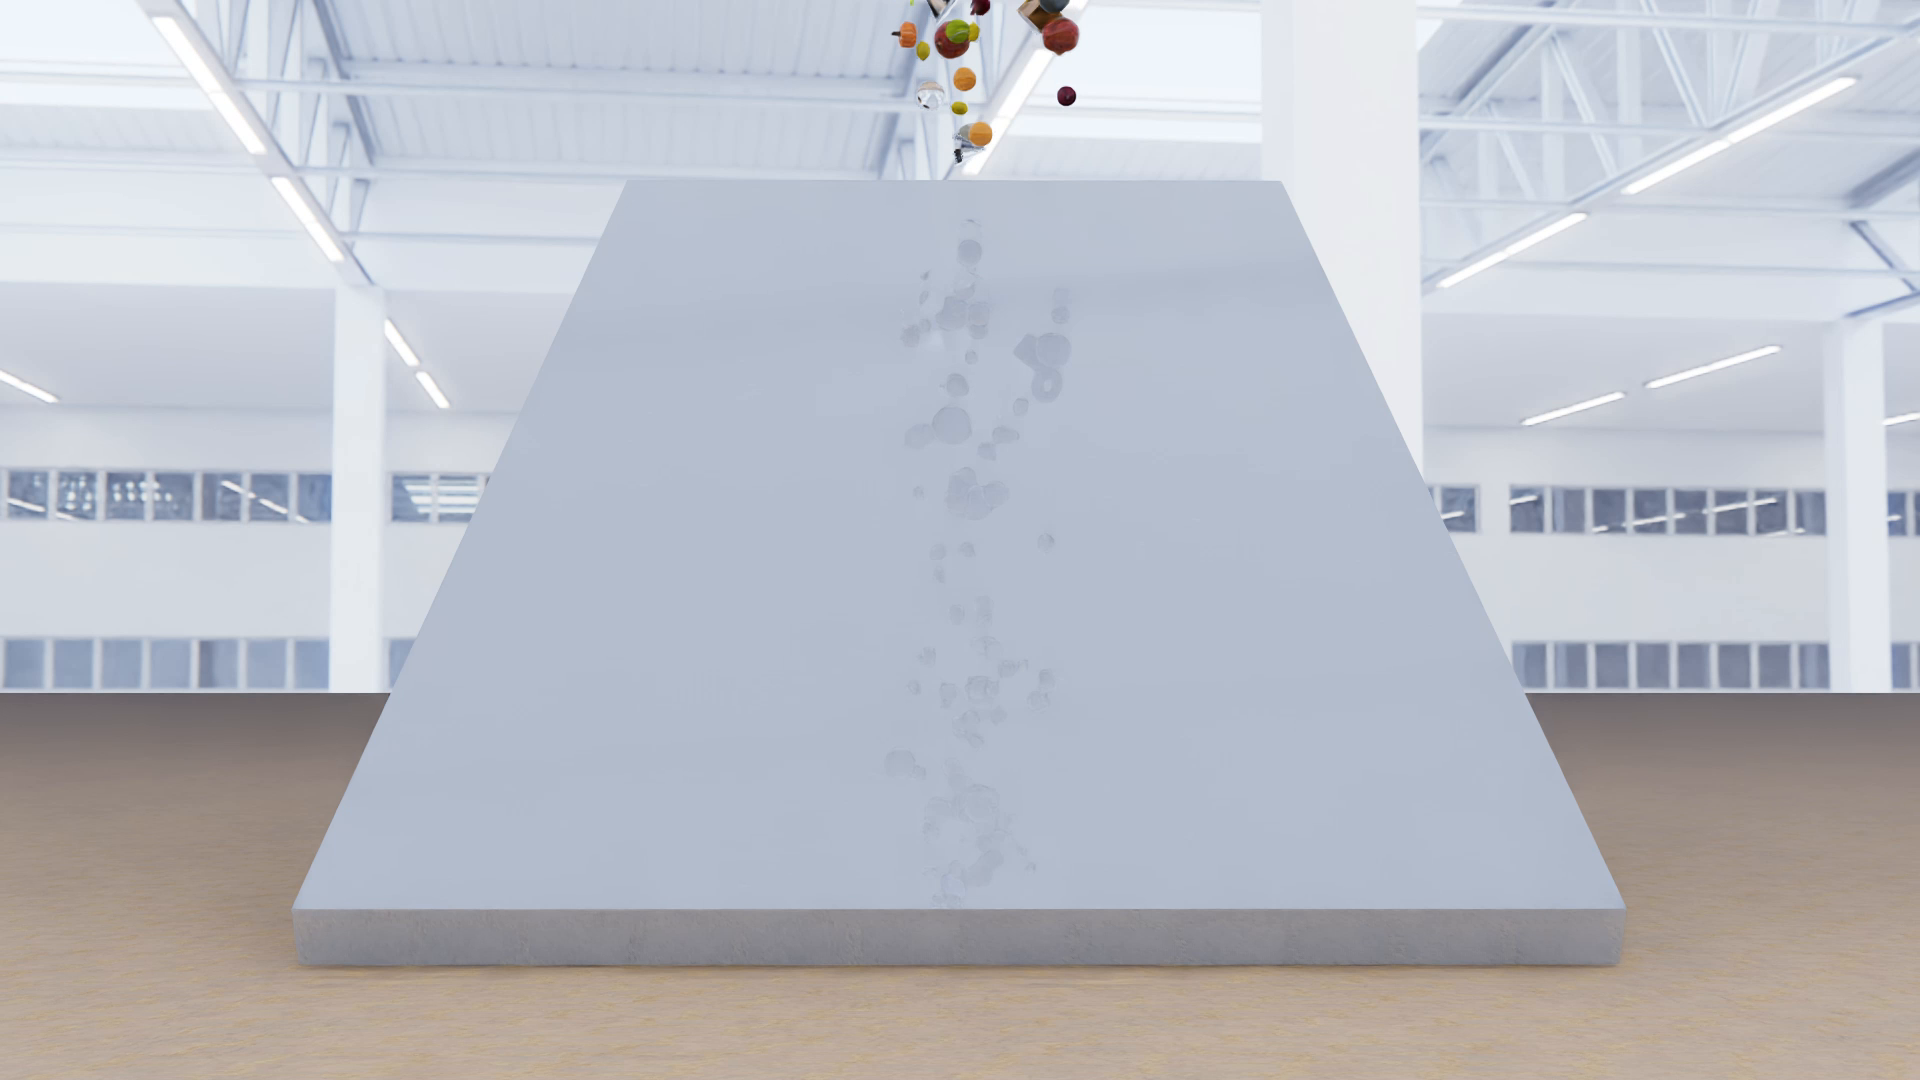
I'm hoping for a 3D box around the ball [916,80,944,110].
[{"bbox_3d":[-0.088,-1.318,6.907,0.084,0.084,0.084,0,-4,0],"label":"ball"}]

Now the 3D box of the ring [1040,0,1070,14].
[{"bbox_3d":[0.279,-1.597,6.814,0.115,0.115,0.038,3,22,-39],"label":"ring"}]

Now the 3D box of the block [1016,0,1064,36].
[{"bbox_3d":[0.237,-1.565,6.927,0.082,0.082,0.082,40,5,-35],"label":"block"}]

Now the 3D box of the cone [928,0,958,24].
[{"bbox_3d":[-0.074,-1.621,7.029,0.097,0.097,0.097,40,-7,-3],"label":"cone"}]

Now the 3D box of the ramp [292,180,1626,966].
[{"bbox_3d":[-0.008,-0.229,5.334,2.000,0.100,4.000,0,24,0],"label":"ramp"}]

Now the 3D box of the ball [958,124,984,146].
[{"bbox_3d":[0.031,-1.212,7.018,0.081,0.081,0.081,0,-4,0],"label":"ball"}]

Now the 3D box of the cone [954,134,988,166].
[{"bbox_3d":[0.035,-1.141,6.821,0.095,0.095,0.095,-2,-4,3],"label":"cone"}]
